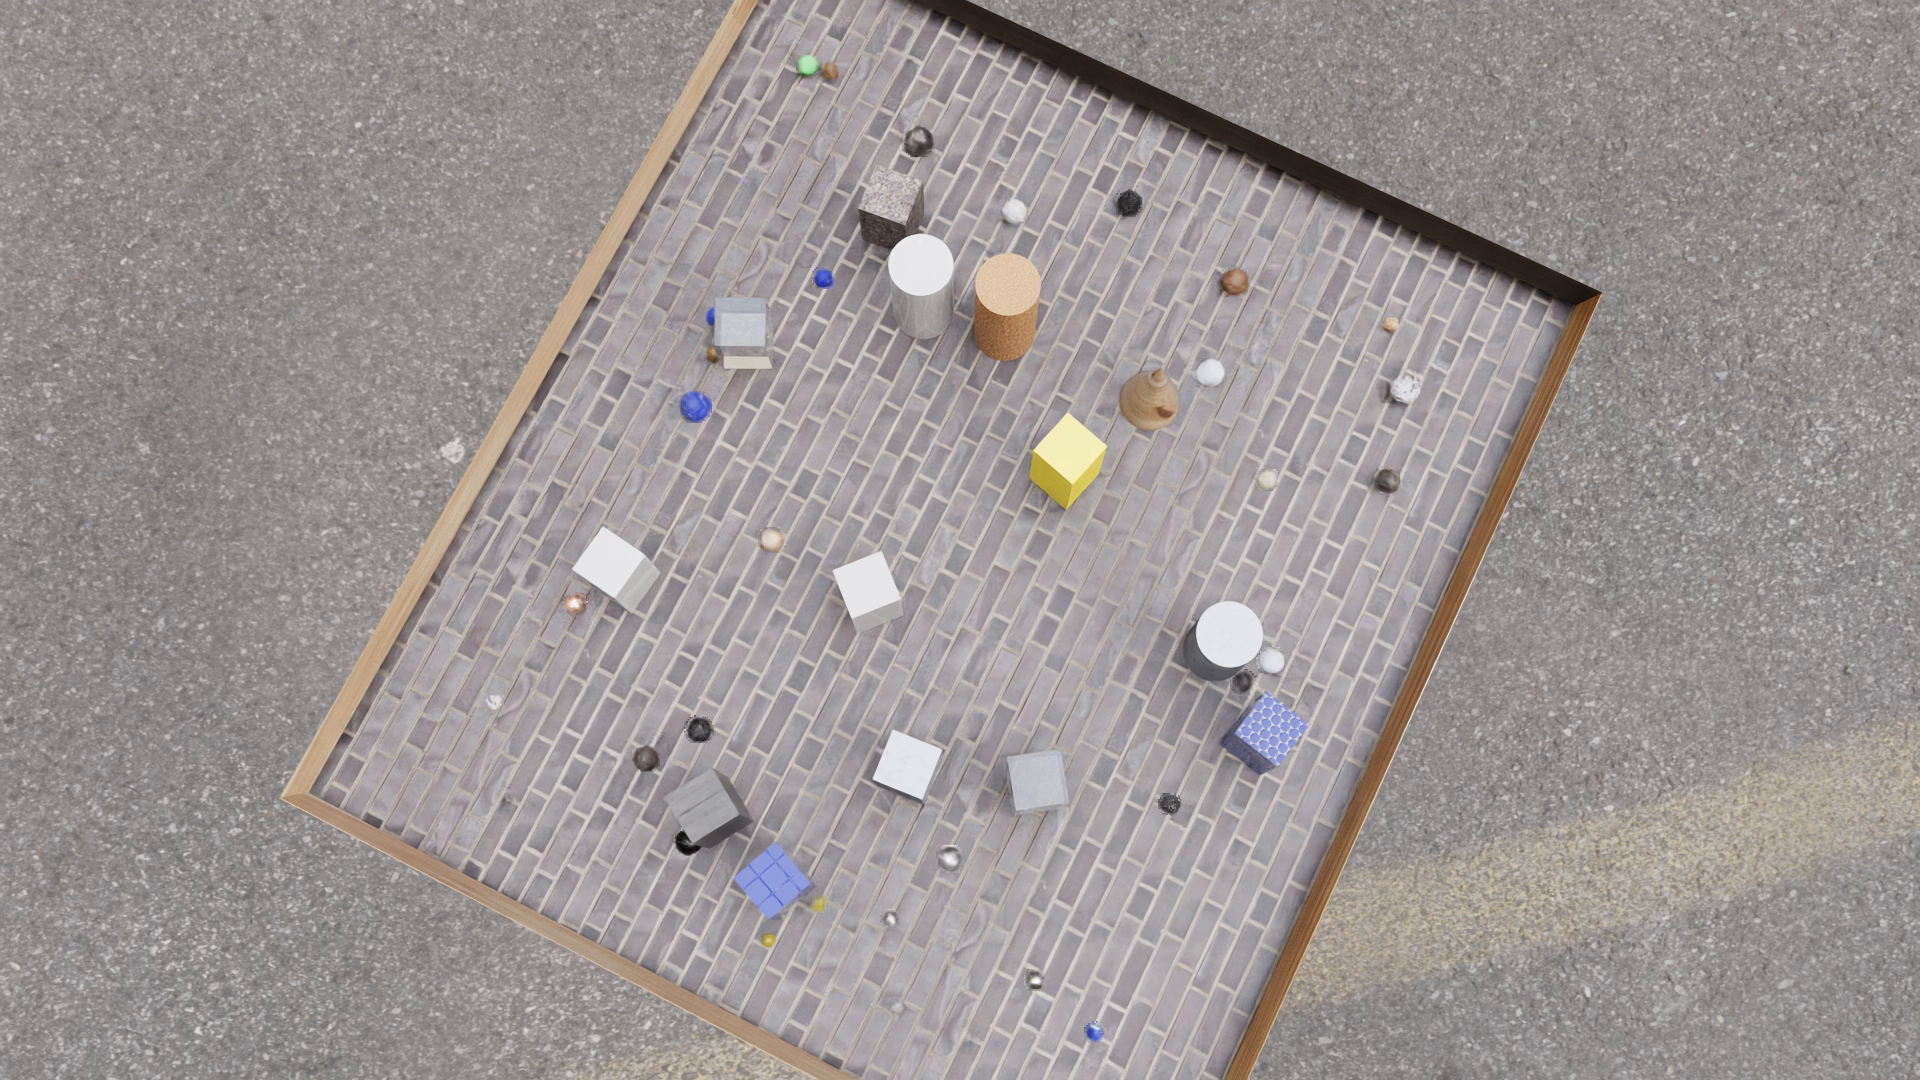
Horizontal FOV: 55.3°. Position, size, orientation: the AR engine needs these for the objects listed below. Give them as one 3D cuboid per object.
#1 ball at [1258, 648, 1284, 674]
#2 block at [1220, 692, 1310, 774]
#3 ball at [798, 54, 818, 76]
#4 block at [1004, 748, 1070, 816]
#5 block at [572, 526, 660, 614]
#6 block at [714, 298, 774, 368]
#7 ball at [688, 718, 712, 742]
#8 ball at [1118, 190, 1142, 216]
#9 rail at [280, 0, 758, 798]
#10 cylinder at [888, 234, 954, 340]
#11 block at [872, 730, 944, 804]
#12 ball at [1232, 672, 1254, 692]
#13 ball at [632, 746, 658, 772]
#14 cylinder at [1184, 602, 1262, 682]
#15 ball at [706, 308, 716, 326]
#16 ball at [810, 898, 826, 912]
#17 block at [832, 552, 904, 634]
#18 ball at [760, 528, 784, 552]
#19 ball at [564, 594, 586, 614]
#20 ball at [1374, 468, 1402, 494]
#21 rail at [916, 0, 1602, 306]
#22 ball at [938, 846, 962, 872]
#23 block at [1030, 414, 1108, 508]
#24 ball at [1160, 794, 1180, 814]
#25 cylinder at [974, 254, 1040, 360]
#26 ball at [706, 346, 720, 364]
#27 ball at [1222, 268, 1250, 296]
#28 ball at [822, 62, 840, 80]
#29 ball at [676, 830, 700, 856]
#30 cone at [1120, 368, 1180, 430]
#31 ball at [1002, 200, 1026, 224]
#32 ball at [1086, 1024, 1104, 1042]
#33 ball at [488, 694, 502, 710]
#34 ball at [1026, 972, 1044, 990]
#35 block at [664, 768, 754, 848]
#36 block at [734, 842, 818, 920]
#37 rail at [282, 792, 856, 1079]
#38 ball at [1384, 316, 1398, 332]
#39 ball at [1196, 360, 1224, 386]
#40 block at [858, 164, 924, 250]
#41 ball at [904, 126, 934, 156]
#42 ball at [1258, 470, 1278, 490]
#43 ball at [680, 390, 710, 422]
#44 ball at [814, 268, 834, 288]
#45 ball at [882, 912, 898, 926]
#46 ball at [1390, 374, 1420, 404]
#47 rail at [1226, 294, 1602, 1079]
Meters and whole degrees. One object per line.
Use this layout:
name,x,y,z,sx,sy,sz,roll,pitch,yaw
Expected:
ball,0.936,0.364,5.502,0.077,0.077,0.077,0,78,0
block,0.884,0.566,5.338,0.153,0.315,0.153,38,81,7
ball,-0.490,-1.529,5.900,0.065,0.065,0.065,0,78,0
block,0.221,0.706,5.318,0.153,0.299,0.153,-9,78,-2
block,-1.019,0.093,5.454,0.153,0.280,0.153,33,80,6
block,-0.662,-0.634,5.630,0.153,0.231,0.153,0,78,0
ball,-0.776,0.566,5.462,0.073,0.073,0.073,0,78,0
ball,0.537,-1.067,5.797,0.079,0.079,0.079,0,78,0
rail,-1.255,-0.608,5.678,0.045,0.124,3.156,26,80,5
cylinder,-0.114,-0.765,5.566,0.191,0.409,0.191,0,78,0
block,-0.150,0.665,5.347,0.153,0.259,0.153,21,79,4
ball,0.847,0.426,5.494,0.064,0.064,0.064,0,78,0
ball,-0.933,0.650,5.443,0.076,0.076,0.076,0,78,0
cylinder,0.771,0.301,5.393,0.191,0.316,0.191,0,78,0
ball,-0.767,-0.698,5.731,0.059,0.059,0.059,0,78,0
ball,-0.416,1.068,5.374,0.042,0.042,0.042,0,78,0
block,-0.270,0.158,5.439,0.153,0.284,0.153,-22,79,-4
ball,-0.572,0.000,5.580,0.071,0.071,0.071,0,78,0
ball,-1.165,0.195,5.544,0.063,0.063,0.063,0,78,0
ball,1.311,-0.179,5.614,0.078,0.078,0.078,0,78,0
rail,0.695,-1.355,5.832,2.853,0.124,0.045,26,80,5
ball,-0.030,0.938,5.385,0.074,0.074,0.074,0,78,0
block,0.321,-0.232,5.493,0.153,0.337,0.153,41,81,8
ball,0.622,0.783,5.425,0.057,0.057,0.057,0,78,0
cylinder,0.140,-0.698,5.537,0.191,0.439,0.191,0,78,0
ball,-0.765,-0.578,5.709,0.054,0.054,0.054,0,78,0
ball,0.862,-0.809,5.739,0.087,0.087,0.087,0,78,0
ball,-0.417,-1.511,5.900,0.057,0.057,0.057,0,78,0
ball,-0.799,0.888,5.393,0.078,0.078,0.078,0,78,0
cone,0.591,-0.469,5.535,0.191,0.349,0.191,0,78,0
ball,0.172,-1.039,5.793,0.075,0.075,0.075,0,78,0
ball,0.391,1.425,5.297,0.049,0.049,0.049,0,78,0
ball,-1.394,0.485,5.493,0.045,0.045,0.045,0,78,0
ball,0.219,1.280,5.325,0.052,0.052,0.052,0,78,0
block,-0.716,0.774,5.269,0.153,0.367,0.153,-31,80,-6
block,-0.528,0.984,5.277,0.153,0.267,0.153,-41,81,-8
rail,-0.695,1.368,5.269,2.853,0.124,0.045,26,80,5
ball,1.349,-0.675,5.733,0.045,0.045,0.045,0,78,0
ball,0.777,-0.518,5.680,0.084,0.084,0.084,0,78,0
block,-0.211,-1.022,5.693,0.153,0.264,0.153,20,79,4
ball,-0.129,-1.269,5.831,0.093,0.093,0.093,0,78,0
ball,0.943,-0.184,5.624,0.059,0.059,0.059,0,78,0
ball,-0.818,-0.413,5.653,0.095,0.095,0.095,0,78,0
ball,-0.428,-0.821,5.756,0.060,0.060,0.060,0,78,0
ball,-0.203,1.109,5.364,0.045,0.045,0.045,0,78,0
ball,1.376,-0.466,5.666,0.091,0.091,0.091,0,78,0
rail,1.255,0.621,5.424,0.045,0.124,3.156,26,80,5
